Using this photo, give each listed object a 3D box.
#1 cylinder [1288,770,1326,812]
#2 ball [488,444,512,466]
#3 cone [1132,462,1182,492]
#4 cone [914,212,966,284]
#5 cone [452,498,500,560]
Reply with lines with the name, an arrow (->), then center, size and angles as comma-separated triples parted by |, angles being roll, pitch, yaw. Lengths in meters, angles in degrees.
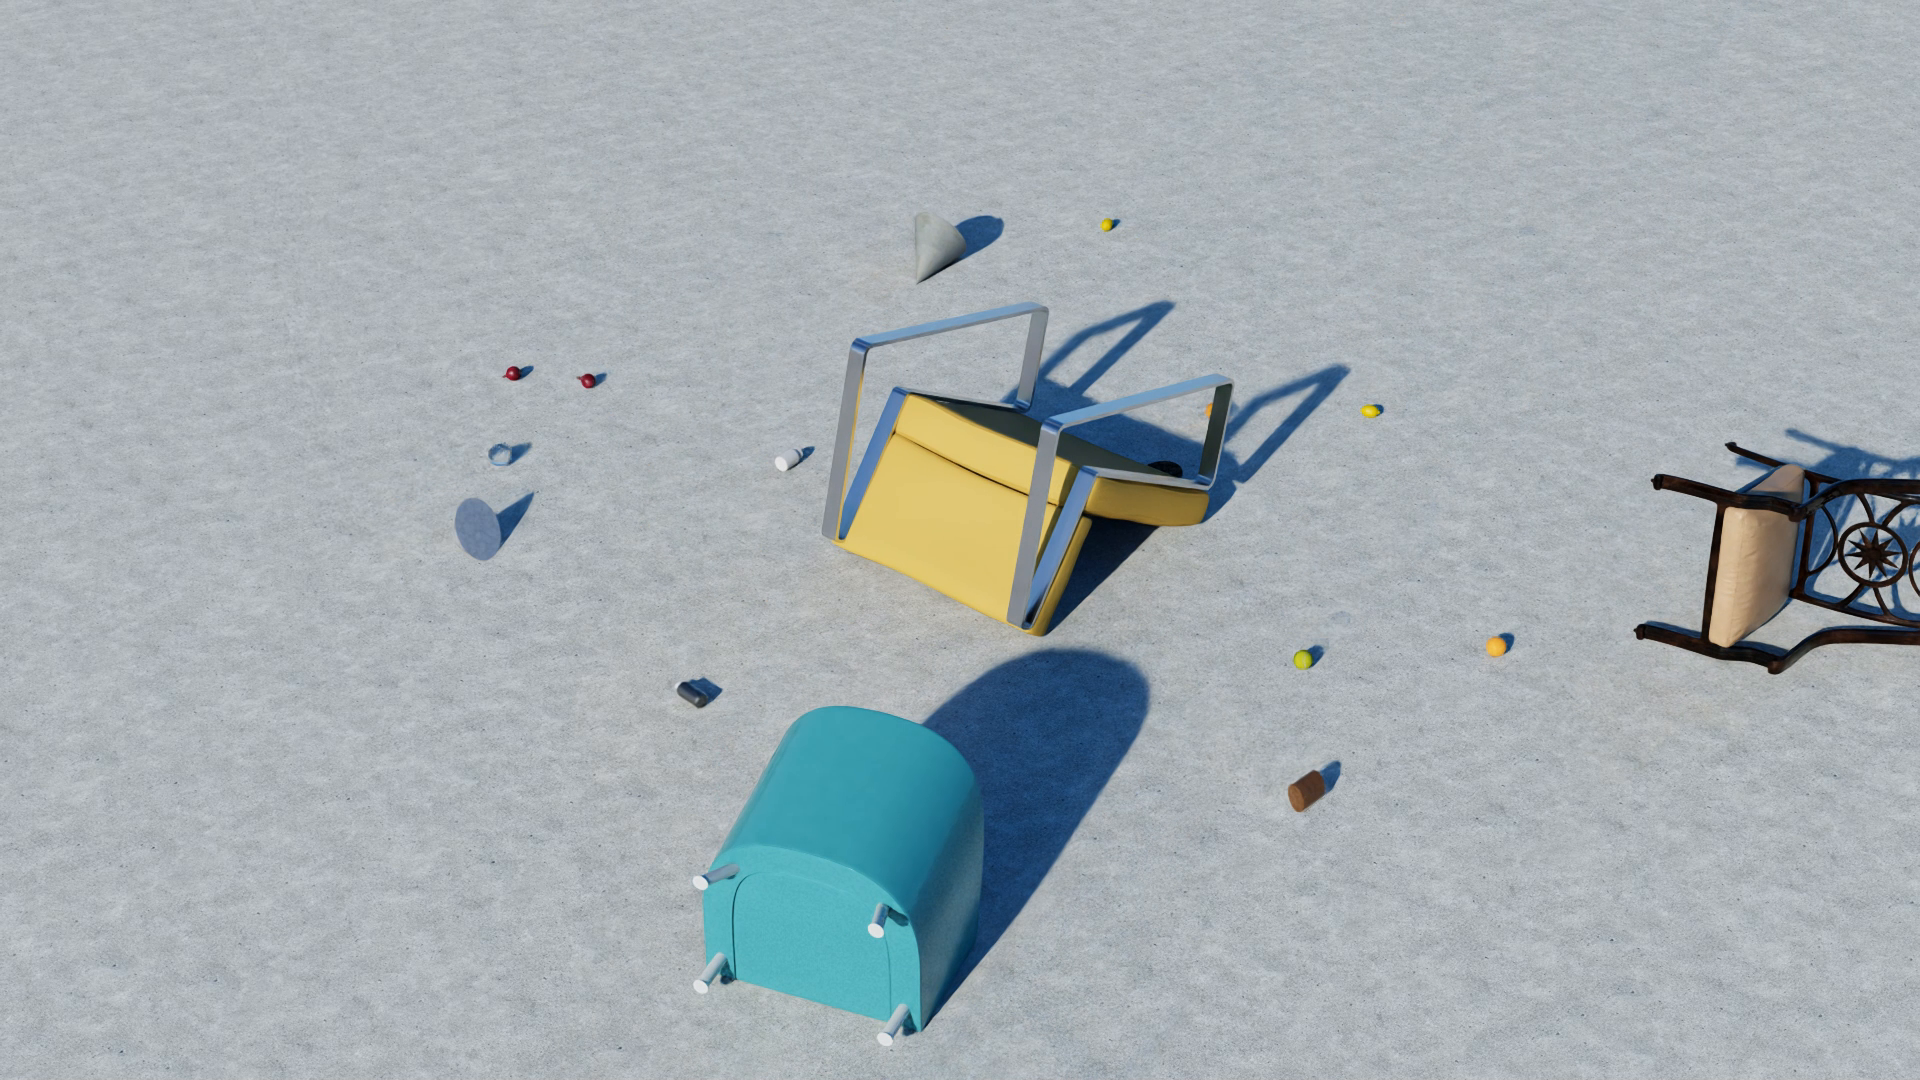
cylinder -> 1.136, 0.822, 9.609 | 0.064, 0.100, 0.112 | 4, 25, 46
ball -> -1.784, -0.329, 11.362 | 0.089, 0.089, 0.089 | 0, 33, 0
cone -> 0.740, -0.246, 11.271 | 0.208, 0.115, 0.111 | -14, 8, -16
cone -> -0.136, -1.213, 12.661 | 0.228, 0.317, 0.269 | 11, 65, 30
cone -> -1.838, -0.017, 10.887 | 0.152, 0.213, 0.247 | -24, 58, 37
